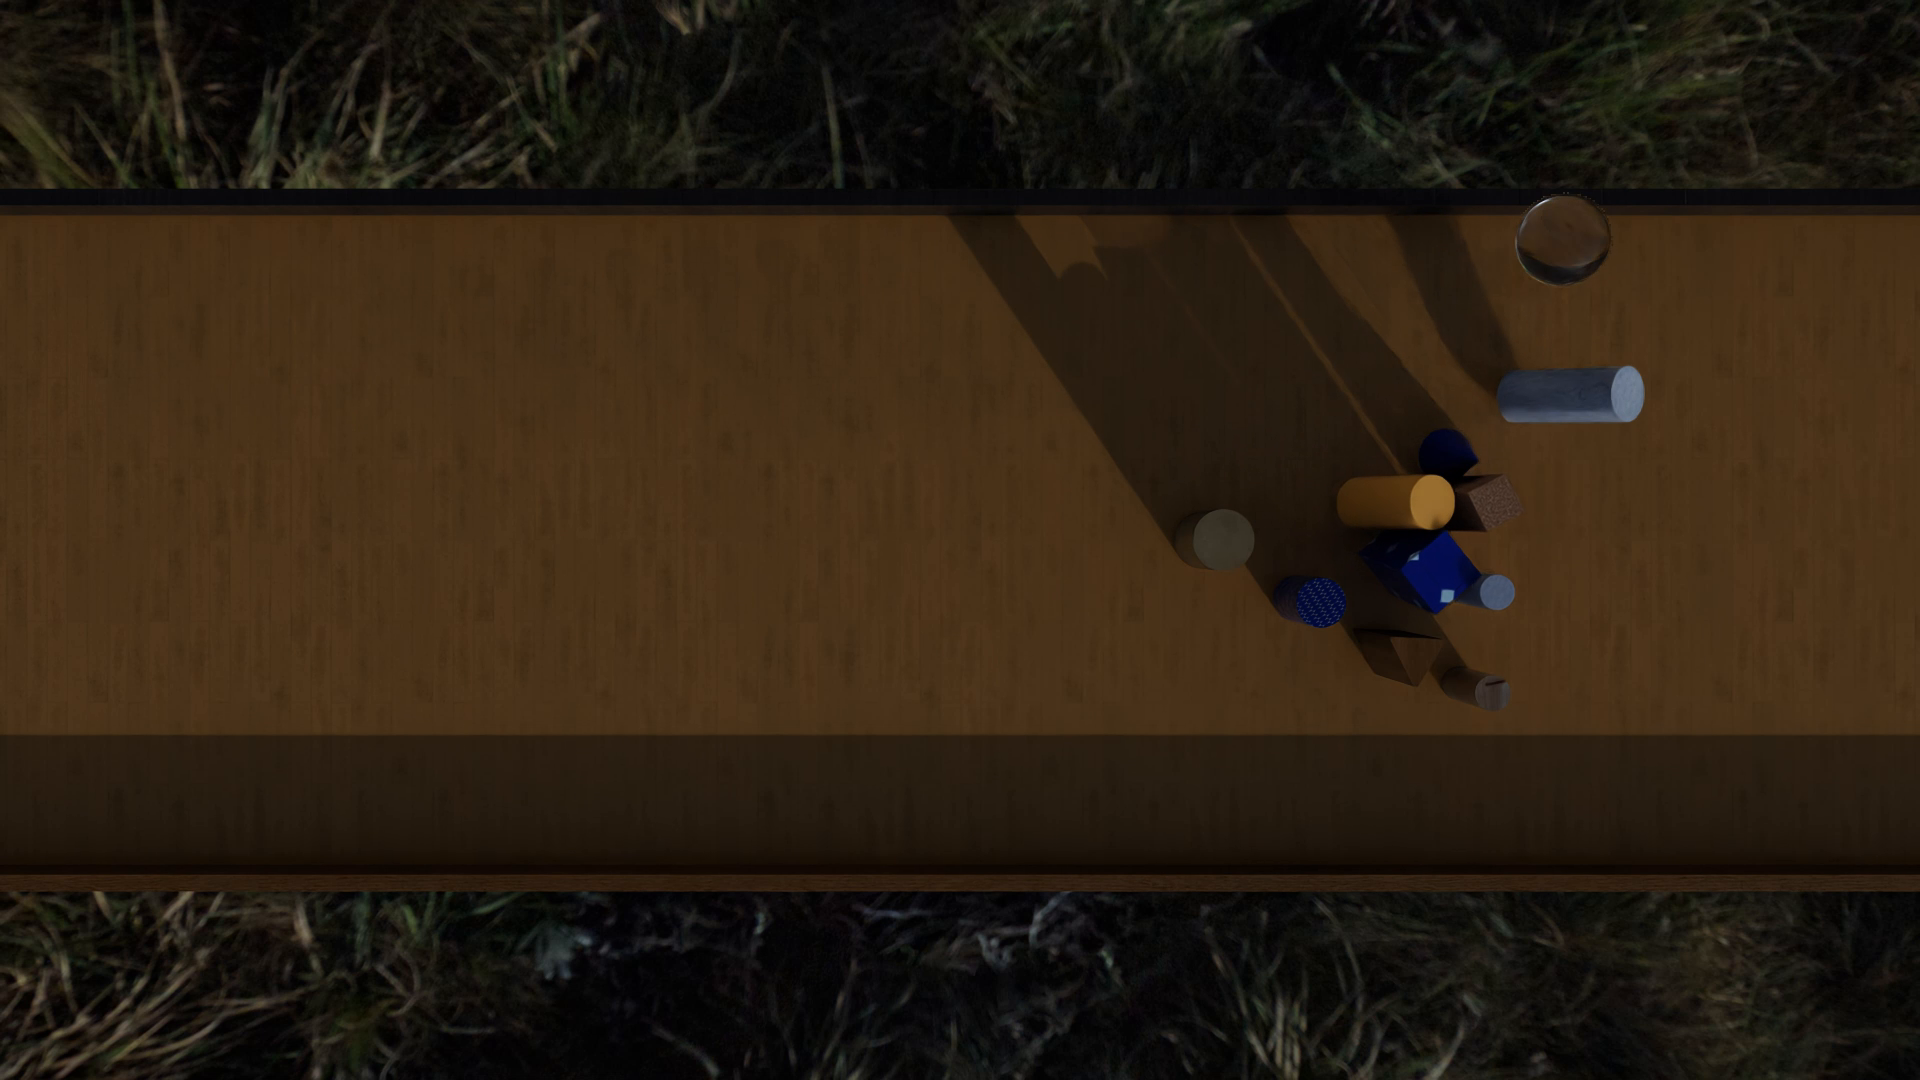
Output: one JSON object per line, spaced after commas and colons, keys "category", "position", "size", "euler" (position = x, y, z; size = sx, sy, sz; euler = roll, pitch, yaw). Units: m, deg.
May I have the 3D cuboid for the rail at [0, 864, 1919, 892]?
{"category": "rail", "position": [-2.247, 1.025, 5.001], "size": [12.000, 0.150, 0.050], "euler": [0, 90, 0]}

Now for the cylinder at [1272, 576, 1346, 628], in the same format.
{"category": "cylinder", "position": [1.034, 0.180, 4.897], "size": [0.143, 0.359, 0.143], "euler": [0, 90, 0]}

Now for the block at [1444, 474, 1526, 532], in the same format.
{"category": "block", "position": [1.520, -0.109, 4.876], "size": [0.123, 0.400, 0.123], "euler": [-27, 91, 0]}

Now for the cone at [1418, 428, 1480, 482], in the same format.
{"category": "cone", "position": [1.495, -0.243, 4.913], "size": [0.164, 0.312, 0.164], "euler": [0, 96, -1]}

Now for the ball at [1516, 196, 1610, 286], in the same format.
{"category": "ball", "position": [1.735, -0.861, 4.750], "size": [0.259, 0.259, 0.259], "euler": [0, 90, 0]}

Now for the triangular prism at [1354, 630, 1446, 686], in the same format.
{"category": "triangular prism", "position": [1.267, 0.312, 4.858], "size": [0.134, 0.438, 0.155], "euler": [33, 90, 0]}

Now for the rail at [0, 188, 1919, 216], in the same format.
{"category": "rail", "position": [-2.247, -1.025, 5.002], "size": [12.000, 0.150, 0.050], "euler": [0, 90, 0]}

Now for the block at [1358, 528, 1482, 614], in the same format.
{"category": "block", "position": [1.358, 0.071, 4.893], "size": [0.174, 0.341, 0.174], "euler": [-41, 100, 0]}

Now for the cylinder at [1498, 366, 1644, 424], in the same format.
{"category": "cylinder", "position": [1.800, -0.428, 4.874], "size": [0.161, 0.383, 0.161], "euler": [-2, 94, -35]}

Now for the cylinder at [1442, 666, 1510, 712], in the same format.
{"category": "cylinder", "position": [1.534, 0.441, 4.911], "size": [0.104, 0.331, 0.104], "euler": [0, 90, 0]}

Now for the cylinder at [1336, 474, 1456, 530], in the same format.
{"category": "cylinder", "position": [1.286, -0.110, 4.885], "size": [0.160, 0.349, 0.160], "euler": [0, 91, -23]}

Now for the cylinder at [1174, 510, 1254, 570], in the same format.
{"category": "cylinder", "position": [0.745, 0.000, 4.868], "size": [0.175, 0.416, 0.175], "euler": [0, 90, 0]}

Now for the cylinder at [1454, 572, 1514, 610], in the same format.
{"category": "cylinder", "position": [1.524, 0.142, 4.885], "size": [0.101, 0.378, 0.101], "euler": [0, 92, -2]}
